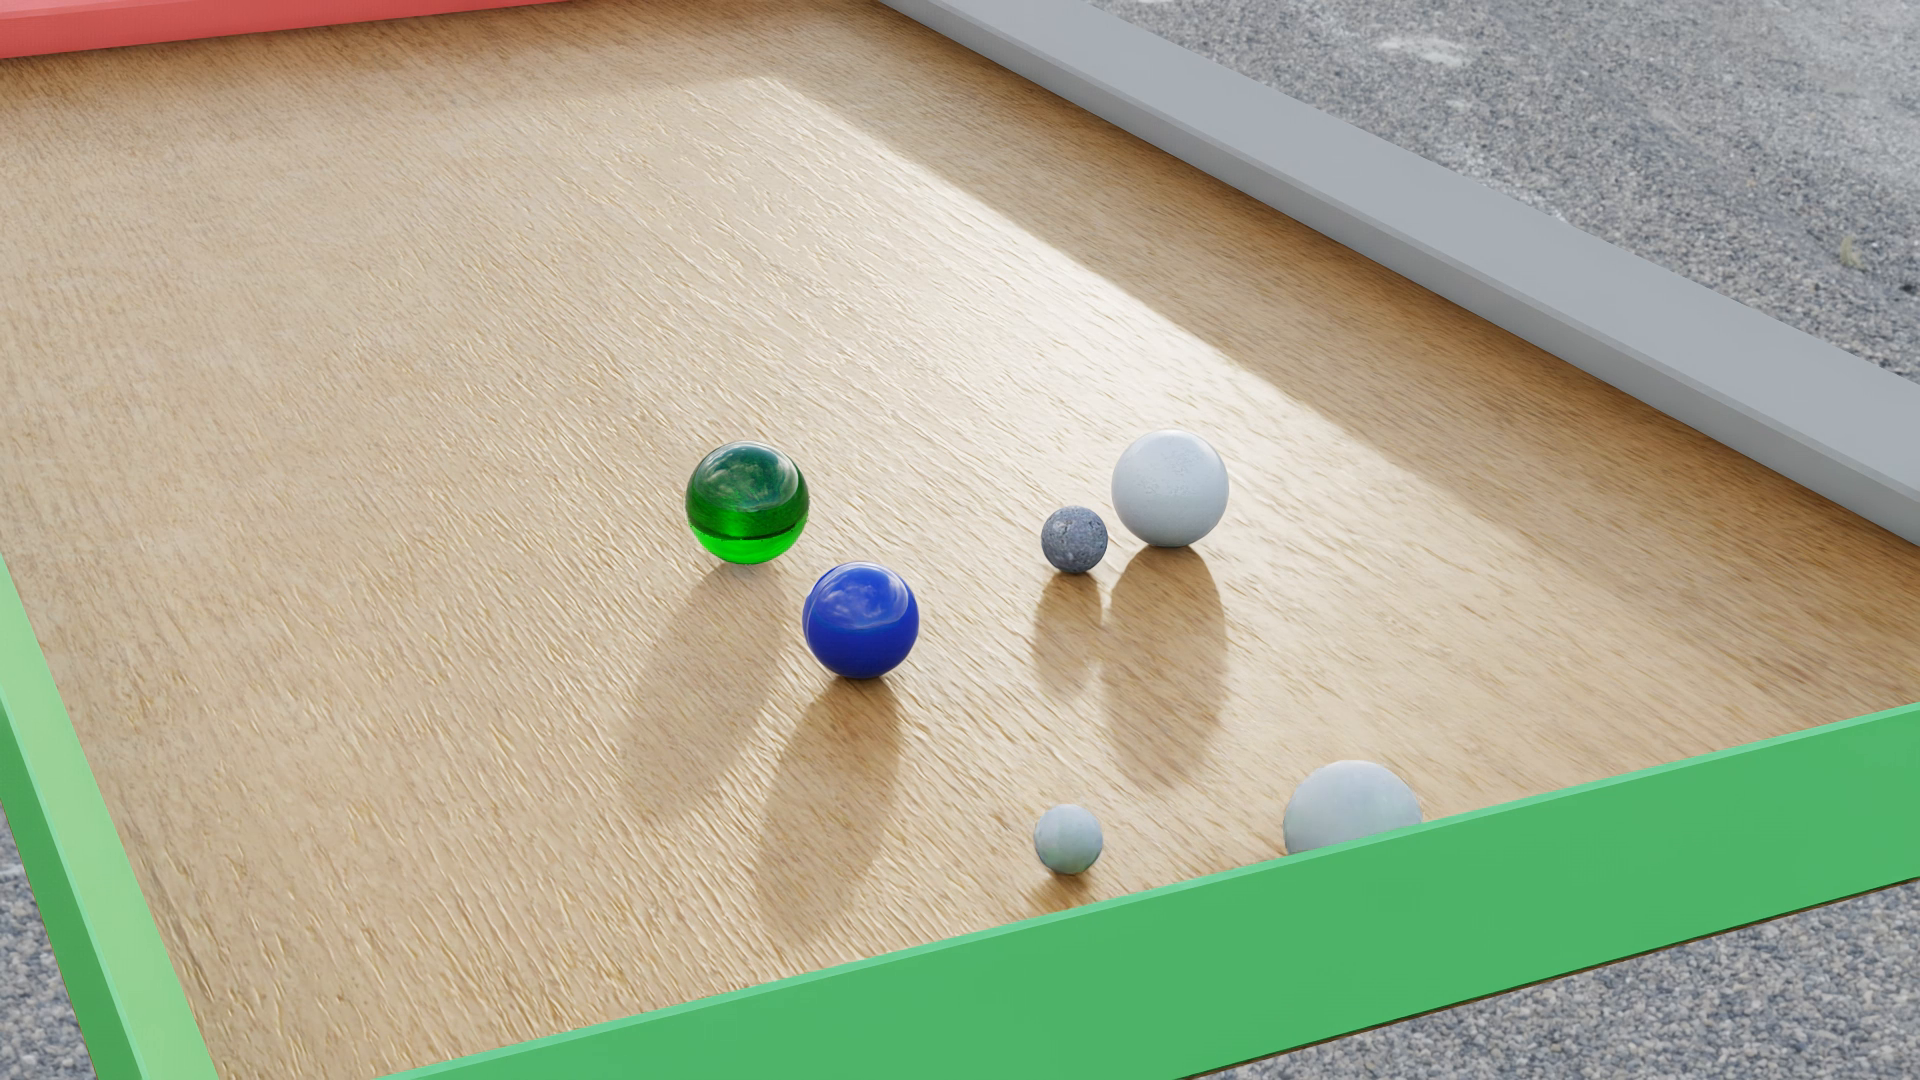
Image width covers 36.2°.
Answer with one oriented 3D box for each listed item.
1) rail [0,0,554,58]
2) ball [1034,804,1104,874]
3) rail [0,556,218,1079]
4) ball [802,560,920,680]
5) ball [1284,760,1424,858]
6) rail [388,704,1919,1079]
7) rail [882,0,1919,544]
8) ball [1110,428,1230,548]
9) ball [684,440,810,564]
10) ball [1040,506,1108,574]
[{"bbox_3d":[-0.822,-0.728,3.828,1.427,0.125,0.045,-11,26,-23],"label":"rail"},{"bbox_3d":[0.068,0.186,1.833,0.044,0.044,0.044,0,24,0],"label":"ball"},{"bbox_3d":[-0.903,-0.145,2.490,0.045,0.125,2.625,-11,26,-23],"label":"rail"},{"bbox_3d":[-0.070,0.057,2.080,0.084,0.084,0.084,0,24,0],"label":"ball"},{"bbox_3d":[0.241,0.177,1.800,0.086,0.086,0.086,0,24,0],"label":"ball"},{"bbox_3d":[0.267,0.204,1.687,1.427,0.125,0.045,-11,26,-23],"label":"rail"},{"bbox_3d":[0.348,-0.378,3.025,0.045,0.125,2.625,-11,26,-23],"label":"rail"},{"bbox_3d":[0.164,-0.040,2.291,0.093,0.093,0.093,0,24,0],"label":"ball"},{"bbox_3d":[-0.163,-0.029,2.262,0.096,0.096,0.096,0,24,0],"label":"ball"},{"bbox_3d":[0.088,-0.001,2.251,0.052,0.052,0.052,0,24,0],"label":"ball"}]
